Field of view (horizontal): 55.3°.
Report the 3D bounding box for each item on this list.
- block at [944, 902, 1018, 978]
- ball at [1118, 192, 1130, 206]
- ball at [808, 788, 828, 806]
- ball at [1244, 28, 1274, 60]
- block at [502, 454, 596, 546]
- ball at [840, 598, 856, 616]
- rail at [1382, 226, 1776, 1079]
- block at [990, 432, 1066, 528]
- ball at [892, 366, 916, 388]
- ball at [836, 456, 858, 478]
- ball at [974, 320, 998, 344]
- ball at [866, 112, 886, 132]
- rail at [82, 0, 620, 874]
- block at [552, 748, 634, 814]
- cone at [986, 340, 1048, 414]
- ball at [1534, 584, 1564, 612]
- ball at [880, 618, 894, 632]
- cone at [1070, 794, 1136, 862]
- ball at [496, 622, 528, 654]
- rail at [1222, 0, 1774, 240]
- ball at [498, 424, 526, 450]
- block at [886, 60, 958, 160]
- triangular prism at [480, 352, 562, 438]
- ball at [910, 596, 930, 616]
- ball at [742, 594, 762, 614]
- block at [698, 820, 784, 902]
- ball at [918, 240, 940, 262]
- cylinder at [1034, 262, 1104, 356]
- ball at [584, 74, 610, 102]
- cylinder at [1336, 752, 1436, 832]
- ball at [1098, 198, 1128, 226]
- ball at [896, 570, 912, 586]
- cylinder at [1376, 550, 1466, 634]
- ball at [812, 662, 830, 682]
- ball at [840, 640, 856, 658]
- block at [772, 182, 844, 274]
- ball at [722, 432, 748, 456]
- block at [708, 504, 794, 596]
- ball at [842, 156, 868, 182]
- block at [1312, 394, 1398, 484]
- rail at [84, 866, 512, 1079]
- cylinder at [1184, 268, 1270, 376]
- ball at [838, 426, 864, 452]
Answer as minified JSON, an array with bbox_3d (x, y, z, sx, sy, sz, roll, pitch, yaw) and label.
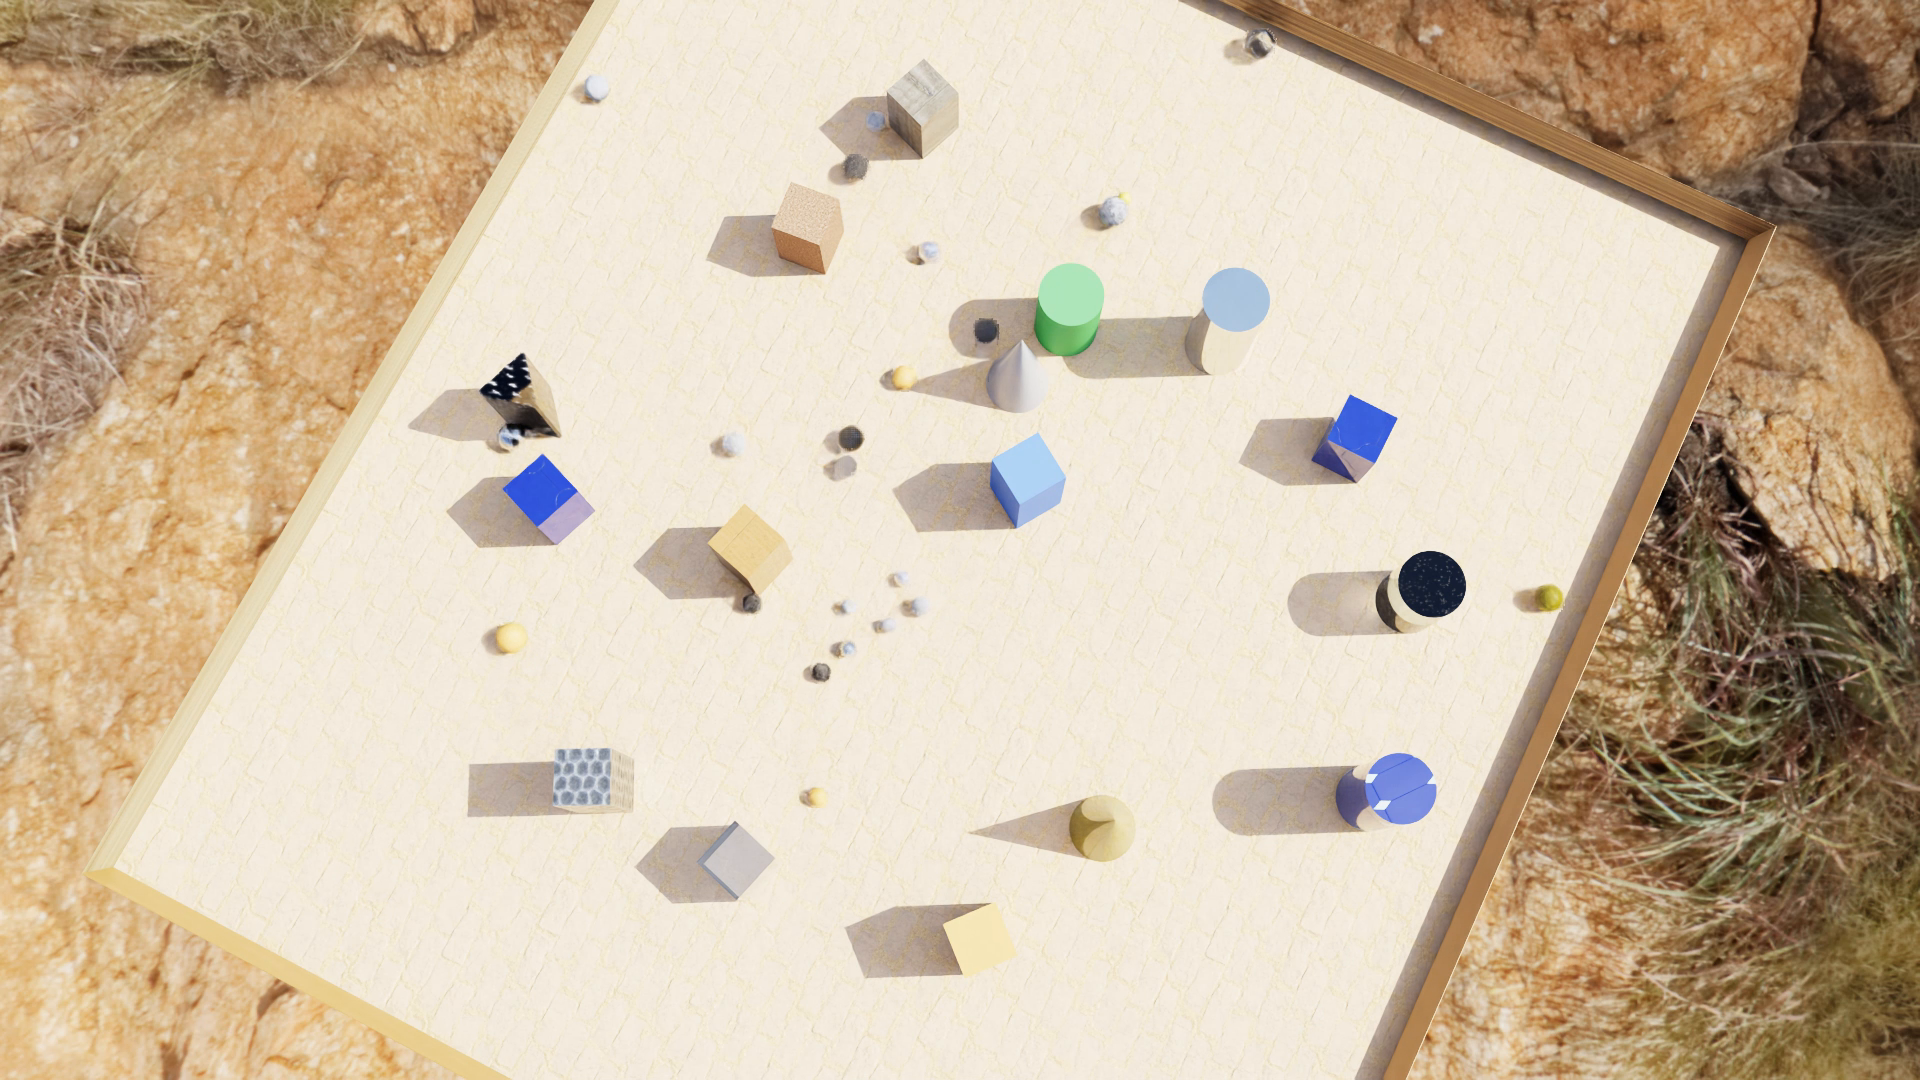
[{"bbox_3d":[0.056,1.137,5.215,0.158,0.325,0.158,-22,79,-4],"label":"block"},{"bbox_3d":[0.521,-1.082,5.819,0.043,0.043,0.043,0,78,0],"label":"ball"},{"bbox_3d":[-0.420,0.761,5.431,0.055,0.055,0.055,0,78,0],"label":"ball"},{"bbox_3d":[0.961,-1.593,5.896,0.099,0.099,0.099,0,78,0],"label":"ball"},{"bbox_3d":[-1.231,-0.120,5.506,0.158,0.266,0.158,-43,81,-8],"label":"block"},{"bbox_3d":[-0.337,0.203,5.549,0.050,0.050,0.050,0,78,0],"label":"ball"},{"bbox_3d":[1.612,0.796,5.385,0.045,0.128,4.037,26,80,5],"label":"rail"},{"bbox_3d":[0.200,-0.174,5.480,0.158,0.338,0.158,-30,80,-6],"label":"block"},{"bbox_3d":[-0.172,-0.505,5.684,0.073,0.073,0.073,0,78,0],"label":"ball"},{"bbox_3d":[-0.349,-0.225,5.628,0.069,0.069,0.069,0,78,0],"label":"ball"},{"bbox_3d":[0.080,-0.650,5.713,0.076,0.076,0.076,0,78,0],"label":"ball"},{"bbox_3d":[-0.268,-1.337,5.862,0.061,0.061,0.061,0,78,0],"label":"ball"},{"bbox_3d":[-1.612,-0.782,5.712,0.045,0.128,4.037,26,80,5],"label":"rail"},{"bbox_3d":[-1.051,0.697,5.282,0.158,0.373,0.158,-1,78,0],"label":"block"},{"bbox_3d":[0.179,-0.535,5.504,0.198,0.437,0.198,0,78,0],"label":"cone"},{"bbox_3d":[1.779,0.175,5.537,0.086,0.086,0.086,0,78,0],"label":"ball"},{"bbox_3d":[-0.221,0.258,5.541,0.043,0.043,0.043,0,78,0],"label":"ball"},{"bbox_3d":[0.423,0.810,5.218,0.198,0.452,0.198,0,78,0],"label":"cone"},{"bbox_3d":[-1.346,0.294,5.508,0.093,0.093,0.093,0,78,0],"label":"ball"},{"bbox_3d":[0.892,-1.740,5.910,3.651,0.128,0.045,26,80,5],"label":"rail"},{"bbox_3d":[-1.379,-0.317,5.639,0.085,0.085,0.085,0,78,0],"label":"ball"},{"bbox_3d":[-0.115,-1.354,5.767,0.158,0.255,0.158,-43,81,-8],"label":"block"},{"bbox_3d":[-1.300,-0.445,5.531,0.171,0.348,0.148,15,79,3],"label":"triangular prism"},{"bbox_3d":[-0.121,0.202,5.544,0.060,0.060,0.060,0,78,0],"label":"ball"},{"bbox_3d":[-0.631,0.193,5.547,0.059,0.059,0.059,0,78,0],"label":"ball"},{"bbox_3d":[-0.634,0.930,5.300,0.158,0.243,0.158,42,81,8],"label":"block"},{"bbox_3d":[-0.097,-0.911,5.770,0.070,0.070,0.070,0,78,0],"label":"ball"},{"bbox_3d":[0.332,-0.702,5.608,0.198,0.301,0.198,0,78,0],"label":"cylinder"},{"bbox_3d":[-1.165,-1.450,5.875,0.082,0.082,0.082,0,78,0],"label":"ball"},{"bbox_3d":[1.217,0.727,5.257,0.198,0.410,0.198,0,78,0],"label":"cylinder"},{"bbox_3d":[0.483,-1.036,5.785,0.090,0.090,0.090,0,78,0],"label":"ball"},{"bbox_3d":[-0.172,0.117,5.567,0.050,0.050,0.050,0,78,0],"label":"ball"},{"bbox_3d":[1.362,0.157,5.432,0.198,0.298,0.198,0,78,0],"label":"cylinder"},{"bbox_3d":[-0.416,0.398,5.505,0.057,0.057,0.057,0,78,0],"label":"ball"},{"bbox_3d":[-0.337,0.328,5.522,0.052,0.052,0.052,0,78,0],"label":"ball"},{"bbox_3d":[-0.469,-0.964,5.683,0.158,0.261,0.158,21,79,4],"label":"block"},{"bbox_3d":[-0.693,-0.296,5.639,0.077,0.077,0.077,0,78,0],"label":"ball"},{"bbox_3d":[-0.620,0.034,5.456,0.158,0.301,0.158,41,81,8],"label":"block"},{"bbox_3d":[-0.333,-1.178,5.818,0.083,0.083,0.083,0,78,0],"label":"ball"},{"bbox_3d":[1.192,-0.304,5.551,0.158,0.253,0.158,28,80,5],"label":"block"},{"bbox_3d":[-0.892,1.754,5.187,3.651,0.128,0.045,26,80,5],"label":"rail"},{"bbox_3d":[0.802,-0.654,5.532,0.198,0.431,0.198,0,78,0],"label":"cylinder"},{"bbox_3d":[-0.334,-0.312,5.640,0.081,0.081,0.081,0,78,0],"label":"ball"}]
